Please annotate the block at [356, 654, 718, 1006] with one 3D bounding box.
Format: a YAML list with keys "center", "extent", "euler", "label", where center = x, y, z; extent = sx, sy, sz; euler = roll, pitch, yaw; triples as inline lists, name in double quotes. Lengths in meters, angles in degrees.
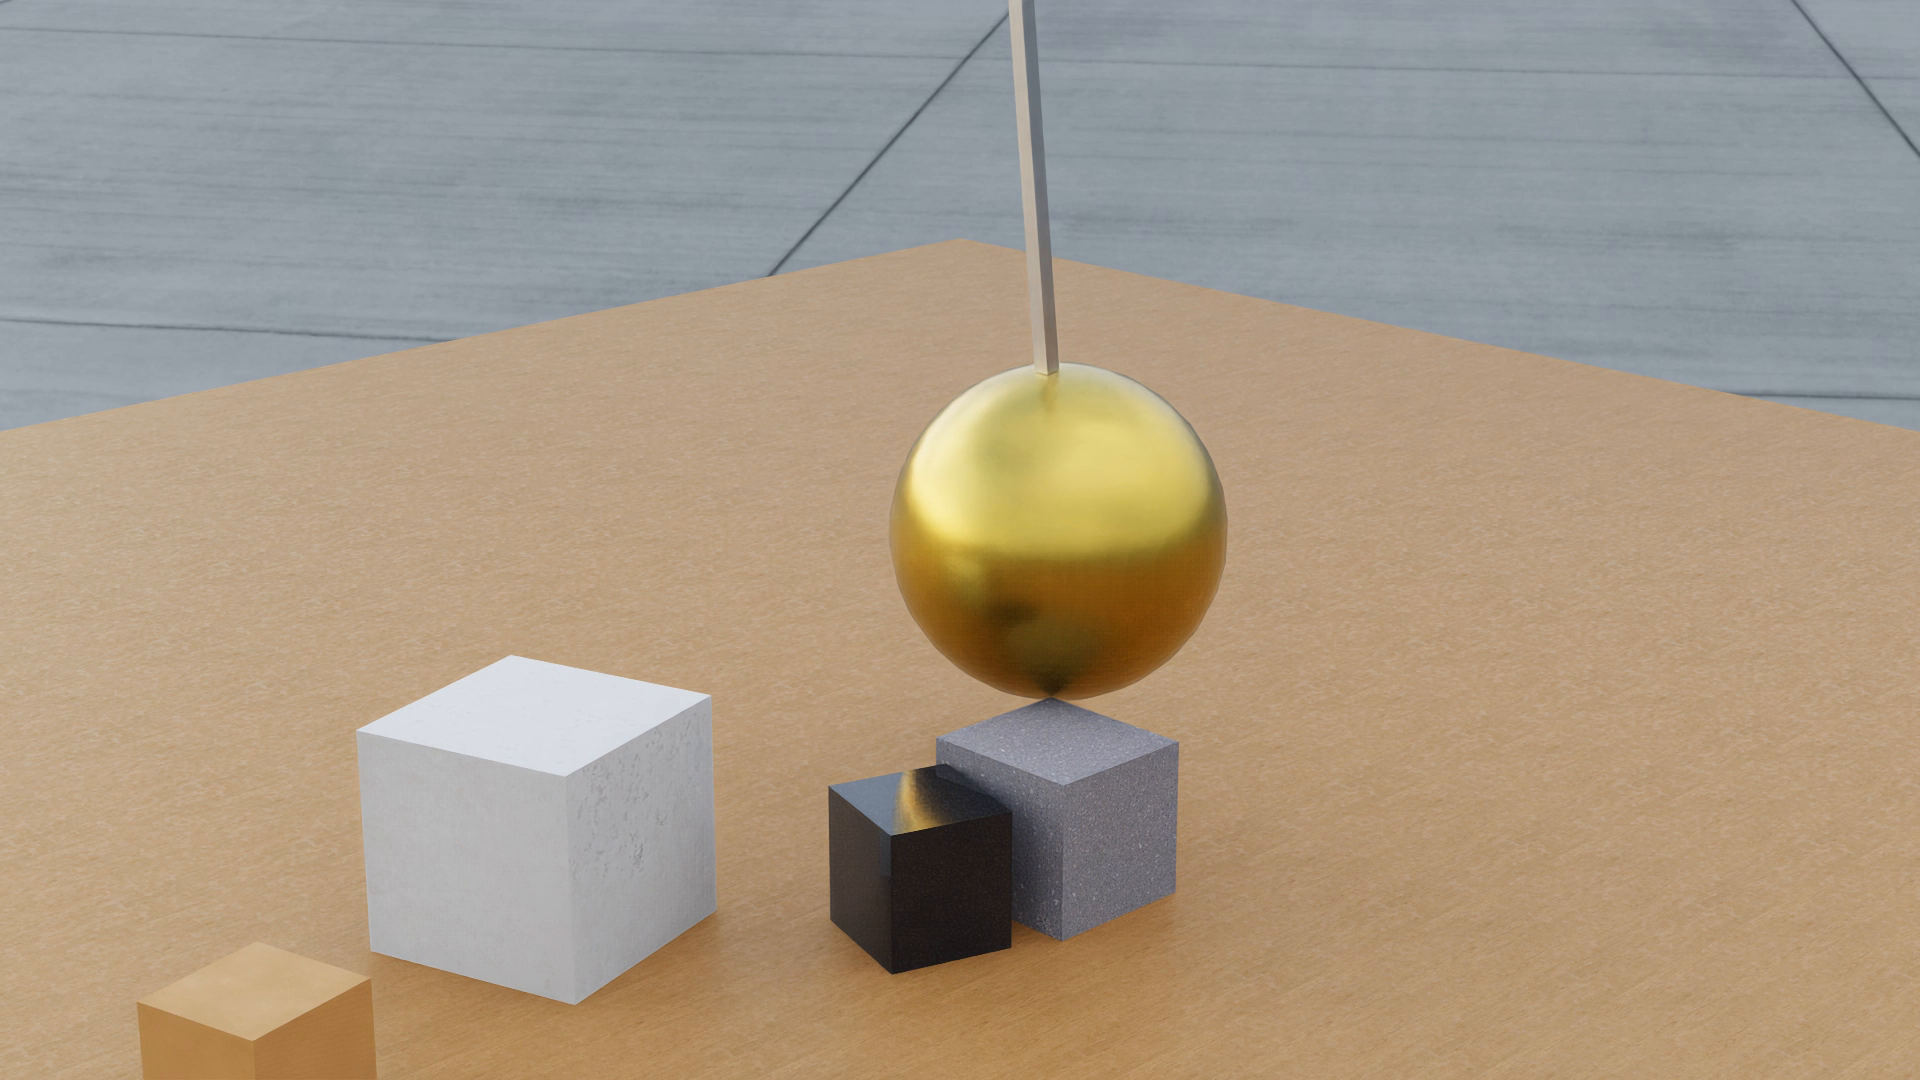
- center: [-1.817, 1.227, 12.735]
  extent: [1.083, 1.022, 1.074]
  euler: [9, 20, 27]
  label: "block"

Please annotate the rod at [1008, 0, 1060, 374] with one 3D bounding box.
- center: [0.201, -3.186, 12.551]
  extent: [0.080, 5.200, 0.080]
  euler: [17, 30, 42]
  label: "rod"

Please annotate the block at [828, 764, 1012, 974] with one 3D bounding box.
- center: [-0.176, 1.421, 12.757]
  extent: [0.577, 0.639, 0.621]
  euler: [-9, 19, -26]
  label: "block"

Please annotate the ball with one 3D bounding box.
- center: [0.463, -0.040, 13.815]
  extent: [1.600, 1.600, 1.600]
  euler: [0, 17, 0]
  label: "ball"

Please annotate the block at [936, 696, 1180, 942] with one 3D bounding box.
- center: [0.434, 1.238, 13.185]
  extent: [0.740, 0.731, 0.793]
  euler: [-16, 24, -42]
  label: "block"

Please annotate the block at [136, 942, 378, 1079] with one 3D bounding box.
- center: [-2.615, 1.977, 10.969]
  extent: [0.591, 0.651, 0.606]
  euler: [11, 20, 31]
  label: "block"
